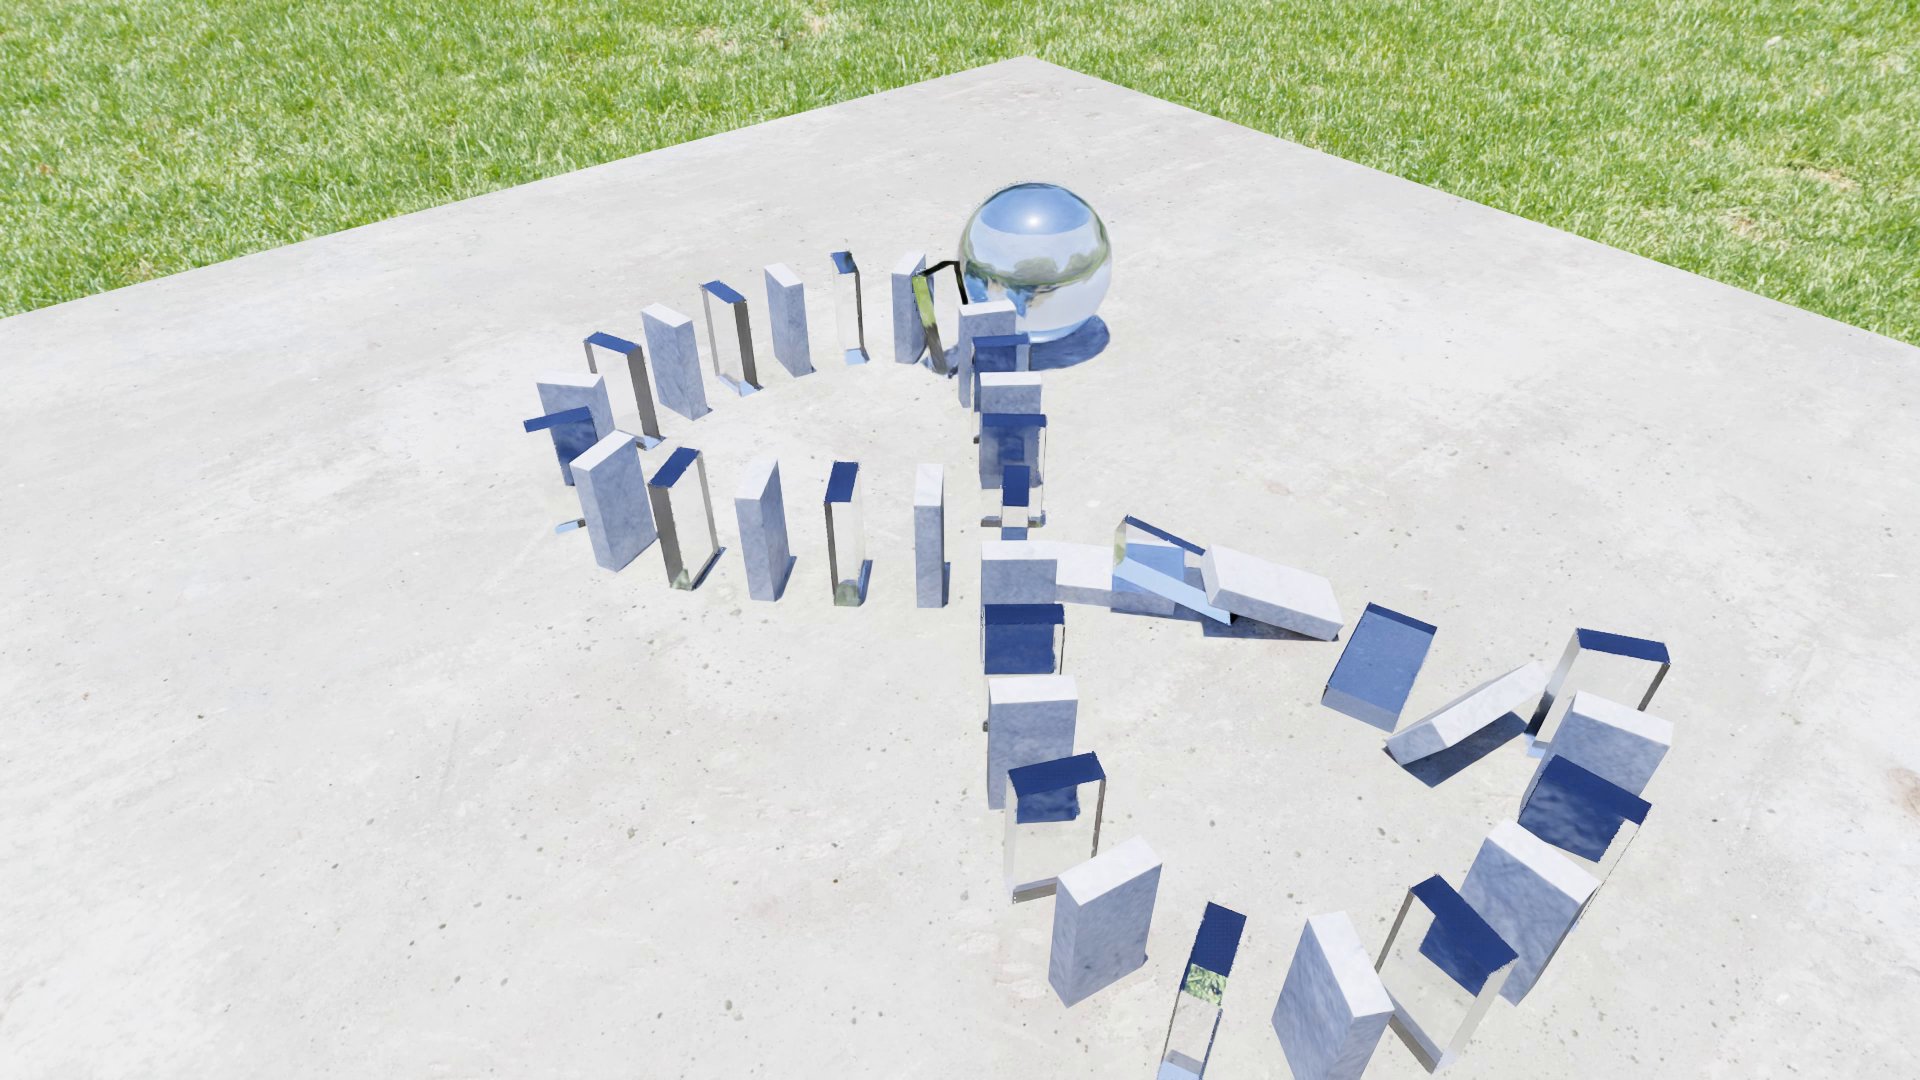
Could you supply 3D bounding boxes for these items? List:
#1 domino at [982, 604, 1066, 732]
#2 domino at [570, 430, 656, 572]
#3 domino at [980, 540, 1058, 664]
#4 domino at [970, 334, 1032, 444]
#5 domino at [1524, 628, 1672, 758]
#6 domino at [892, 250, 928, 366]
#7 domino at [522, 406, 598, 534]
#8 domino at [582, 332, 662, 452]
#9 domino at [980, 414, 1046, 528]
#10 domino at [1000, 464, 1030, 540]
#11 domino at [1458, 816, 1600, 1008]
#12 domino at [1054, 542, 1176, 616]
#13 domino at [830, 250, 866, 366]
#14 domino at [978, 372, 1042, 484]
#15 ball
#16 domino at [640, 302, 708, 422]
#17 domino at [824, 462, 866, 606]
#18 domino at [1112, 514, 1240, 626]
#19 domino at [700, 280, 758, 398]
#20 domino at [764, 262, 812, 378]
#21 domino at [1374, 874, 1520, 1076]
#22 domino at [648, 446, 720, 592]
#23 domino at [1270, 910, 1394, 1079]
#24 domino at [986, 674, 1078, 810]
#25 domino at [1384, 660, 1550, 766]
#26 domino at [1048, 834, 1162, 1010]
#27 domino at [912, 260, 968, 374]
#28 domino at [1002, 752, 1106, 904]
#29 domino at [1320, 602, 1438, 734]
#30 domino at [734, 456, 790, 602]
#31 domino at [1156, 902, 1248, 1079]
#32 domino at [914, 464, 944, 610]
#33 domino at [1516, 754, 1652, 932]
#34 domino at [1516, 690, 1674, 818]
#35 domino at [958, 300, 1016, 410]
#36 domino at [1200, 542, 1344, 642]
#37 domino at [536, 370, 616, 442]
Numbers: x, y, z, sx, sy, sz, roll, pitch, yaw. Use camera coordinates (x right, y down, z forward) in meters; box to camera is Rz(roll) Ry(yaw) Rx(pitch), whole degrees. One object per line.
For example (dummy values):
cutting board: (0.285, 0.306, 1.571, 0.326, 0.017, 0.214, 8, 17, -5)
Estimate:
domino: (0.020, 0.043, 0.360, 0.025, 0.050, 0.010, 0, 39, -1)
domino: (-0.134, -0.015, 0.429, 0.009, 0.050, 0.025, 18, 43, 21)
domino: (0.020, 0.023, 0.384, 0.025, 0.050, 0.009, 0, 39, -1)
domino: (0.018, -0.067, 0.494, 0.025, 0.050, 0.009, -5, 40, -6)
domino: (0.201, 0.051, 0.349, 0.025, 0.050, 0.009, 10, 40, 12)
domino: (-0.025, -0.116, 0.554, 0.009, 0.050, 0.025, 10, 40, 12)
domino: (-0.157, -0.028, 0.446, 0.025, 0.050, 0.009, -17, 42, -20)
domino: (-0.151, -0.066, 0.492, 0.025, 0.050, 0.009, 20, 43, 22)
domino: (0.021, -0.027, 0.445, 0.025, 0.050, 0.010, 1, 39, 1)
domino: (0.020, 0.000, 0.412, 0.009, 0.050, 0.025, 2, 39, 3)
domino: (0.146, 0.099, 0.291, 0.009, 0.050, 0.025, -27, 46, -29)
domino: (0.058, 0.014, 0.426, 0.050, 0.010, 0.025, 6, 40, 7)
domino: (-0.056, -0.116, 0.554, 0.009, 0.050, 0.025, -10, 40, -12)
domino: (0.021, -0.047, 0.469, 0.025, 0.050, 0.010, -2, 39, -2)
ball: (0.038, -0.140, 0.559, 0.080, 0.080, 0.080, 0, 39, 0)
domino: (-0.133, -0.082, 0.512, 0.025, 0.050, 0.009, 28, 47, 30)
domino: (-0.043, -0.002, 0.414, 0.010, 0.050, 0.025, 2, 39, 3)
domino: (0.082, 0.011, 0.414, 0.050, 0.009, 0.025, 23, 40, -10)
domino: (-0.111, -0.097, 0.530, 0.010, 0.050, 0.025, -28, 47, -30)
domino: (-0.085, -0.108, 0.544, 0.010, 0.050, 0.025, -21, 44, -23)
domino: (0.120, 0.110, 0.277, 0.010, 0.050, 0.025, -18, 43, -21)
domino: (-0.105, -0.008, 0.421, 0.009, 0.050, 0.025, 10, 40, 12)
domino: (0.090, 0.116, 0.269, 0.009, 0.050, 0.025, -6, 40, -8)
domino: (0.021, 0.062, 0.335, 0.025, 0.050, 0.009, -3, 39, -3)
domino: (0.167, 0.057, 0.361, 0.050, 0.025, 0.010, -21, 73, -24)
domino: (0.037, 0.101, 0.288, 0.025, 0.050, 0.010, -20, 43, -22)
domino: (-0.007, -0.110, 0.546, 0.009, 0.050, 0.025, 13, 38, 40)
domino: (0.026, 0.082, 0.311, 0.025, 0.050, 0.009, -10, 40, -11)
domino: (0.149, 0.044, 0.389, 0.025, 0.010, 0.050, 22, 44, 25)
domino: (-0.074, -0.004, 0.416, 0.010, 0.050, 0.025, 5, 40, 6)
domino: (0.059, 0.115, 0.271, 0.009, 0.050, 0.025, 17, 42, 19)
domino: (-0.011, -0.001, 0.413, 0.009, 0.050, 0.025, 1, 39, 1)
domino: (0.169, 0.085, 0.307, 0.025, 0.050, 0.010, 30, 48, 32)
domino: (0.188, 0.069, 0.327, 0.025, 0.050, 0.010, 21, 44, 23)
domino: (0.012, -0.087, 0.518, 0.025, 0.050, 0.010, -9, 40, -11)
domino: (0.115, 0.019, 0.407, 0.050, 0.010, 0.025, 16, 38, -11)
domino: (-0.161, -0.047, 0.469, 0.025, 0.050, 0.010, 5, 40, 6)
